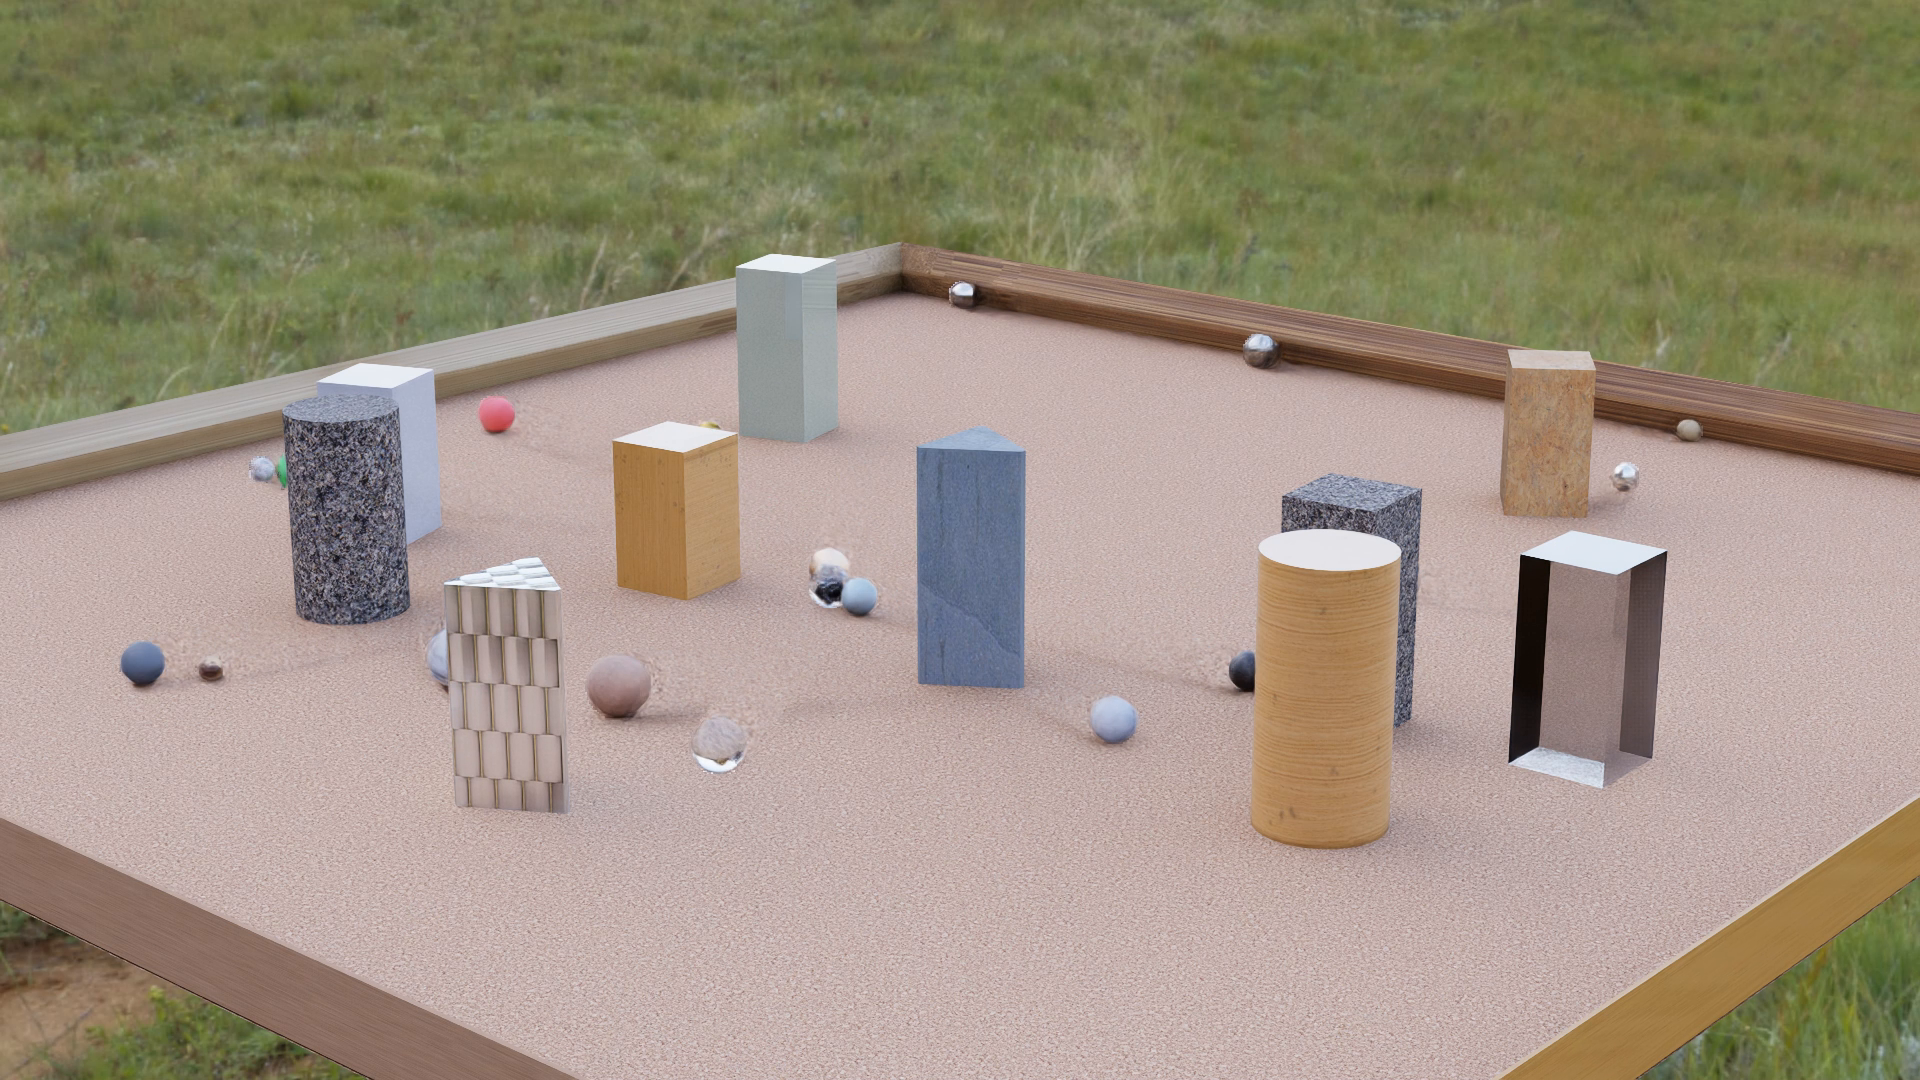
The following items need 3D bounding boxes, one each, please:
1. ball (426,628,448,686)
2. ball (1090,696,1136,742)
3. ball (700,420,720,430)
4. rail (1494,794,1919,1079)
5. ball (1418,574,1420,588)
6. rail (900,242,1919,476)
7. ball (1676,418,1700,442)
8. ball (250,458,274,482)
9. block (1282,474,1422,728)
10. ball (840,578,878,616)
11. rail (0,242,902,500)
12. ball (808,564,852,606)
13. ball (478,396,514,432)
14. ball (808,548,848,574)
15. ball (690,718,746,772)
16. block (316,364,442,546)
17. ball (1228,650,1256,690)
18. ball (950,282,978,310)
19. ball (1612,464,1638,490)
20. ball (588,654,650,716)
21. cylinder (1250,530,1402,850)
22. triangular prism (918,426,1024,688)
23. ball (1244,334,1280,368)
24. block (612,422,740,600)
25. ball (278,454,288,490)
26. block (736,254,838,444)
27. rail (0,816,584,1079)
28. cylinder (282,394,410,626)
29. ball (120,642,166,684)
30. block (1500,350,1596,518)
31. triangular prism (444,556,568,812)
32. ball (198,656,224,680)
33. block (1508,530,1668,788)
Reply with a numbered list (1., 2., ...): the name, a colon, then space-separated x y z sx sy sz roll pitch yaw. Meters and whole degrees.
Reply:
1. ball: -0.801 0.185 4.665 0.096 0.096 0.096 0 17 0
2. ball: 0.231 0.270 4.430 0.070 0.070 0.070 0 17 0
3. ball: -0.522 -0.222 6.092 0.052 0.052 0.052 0 17 0
4. rail: 1.336 0.367 4.010 0.045 0.126 3.665 14 22 39
5. ball: 0.769 0.071 5.100 0.063 0.063 0.063 0 17 0
6. rail: 1.186 -0.363 6.428 3.586 0.126 0.045 14 22 39
7. ball: 1.521 -0.229 6.121 0.049 0.049 0.049 0 17 0
8. ball: -1.386 -0.139 5.825 0.048 0.048 0.048 0 17 0
9. block: 0.590 0.105 4.460 0.155 0.369 0.155 11 20 33
10. ball: -0.173 0.097 5.016 0.064 0.064 0.064 0 17 0
11. rail: -1.336 -0.304 6.231 0.045 0.126 3.665 14 22 39
12. ball: -0.224 0.078 5.058 0.075 0.075 0.075 0 17 0
13. ball: -0.979 -0.265 6.195 0.075 0.075 0.075 0 17 0
14. ball: -0.231 0.050 5.159 0.070 0.070 0.070 0 17 0
15. ball: -0.355 0.301 4.308 0.081 0.081 0.081 0 17 0
16. block: -1.077 -0.158 5.445 0.155 0.303 0.155 6 18 18
17. ball: 0.458 0.207 4.650 0.064 0.064 0.064 0 17 0
18. ball: 0.012 -0.612 7.351 0.071 0.071 0.071 0 17 0
19. ball: 1.308 -0.125 5.772 0.050 0.050 0.050 0 17 0
20. ball: -0.527 0.225 4.534 0.097 0.097 0.097 0 17 0
21. cylinder: 0.506 0.205 4.069 0.194 0.402 0.194 0 17 0
22. triangular prism: 0.026 0.025 4.689 0.168 0.391 0.145 2 17 7
23. ball: 0.696 -0.435 6.750 0.079 0.079 0.079 0 17 0
24. block: -0.497 -0.053 5.160 0.155 0.266 0.155 10 20 31
25. ball: -1.290 -0.136 5.738 0.091 0.091 0.091 0 17 0
26. block: -0.362 -0.404 6.162 0.155 0.360 0.155 8 18 24
27. rail: -1.186 0.426 3.813 3.586 0.126 0.045 14 22 39
28. cylinder: -1.047 -0.054 5.009 0.194 0.355 0.194 0 17 0
29. ball: -1.304 0.196 4.680 0.069 0.069 0.069 0 17 0
30. block: 1.126 -0.205 5.627 0.155 0.289 0.155 2 17 7
31. triangular prism: -0.626 0.203 4.197 0.168 0.333 0.145 3 17 10
32. ball: -1.200 0.205 4.695 0.041 0.041 0.041 0 17 0
33. block: 0.922 0.173 4.309 0.155 0.325 0.155 13 21 38
